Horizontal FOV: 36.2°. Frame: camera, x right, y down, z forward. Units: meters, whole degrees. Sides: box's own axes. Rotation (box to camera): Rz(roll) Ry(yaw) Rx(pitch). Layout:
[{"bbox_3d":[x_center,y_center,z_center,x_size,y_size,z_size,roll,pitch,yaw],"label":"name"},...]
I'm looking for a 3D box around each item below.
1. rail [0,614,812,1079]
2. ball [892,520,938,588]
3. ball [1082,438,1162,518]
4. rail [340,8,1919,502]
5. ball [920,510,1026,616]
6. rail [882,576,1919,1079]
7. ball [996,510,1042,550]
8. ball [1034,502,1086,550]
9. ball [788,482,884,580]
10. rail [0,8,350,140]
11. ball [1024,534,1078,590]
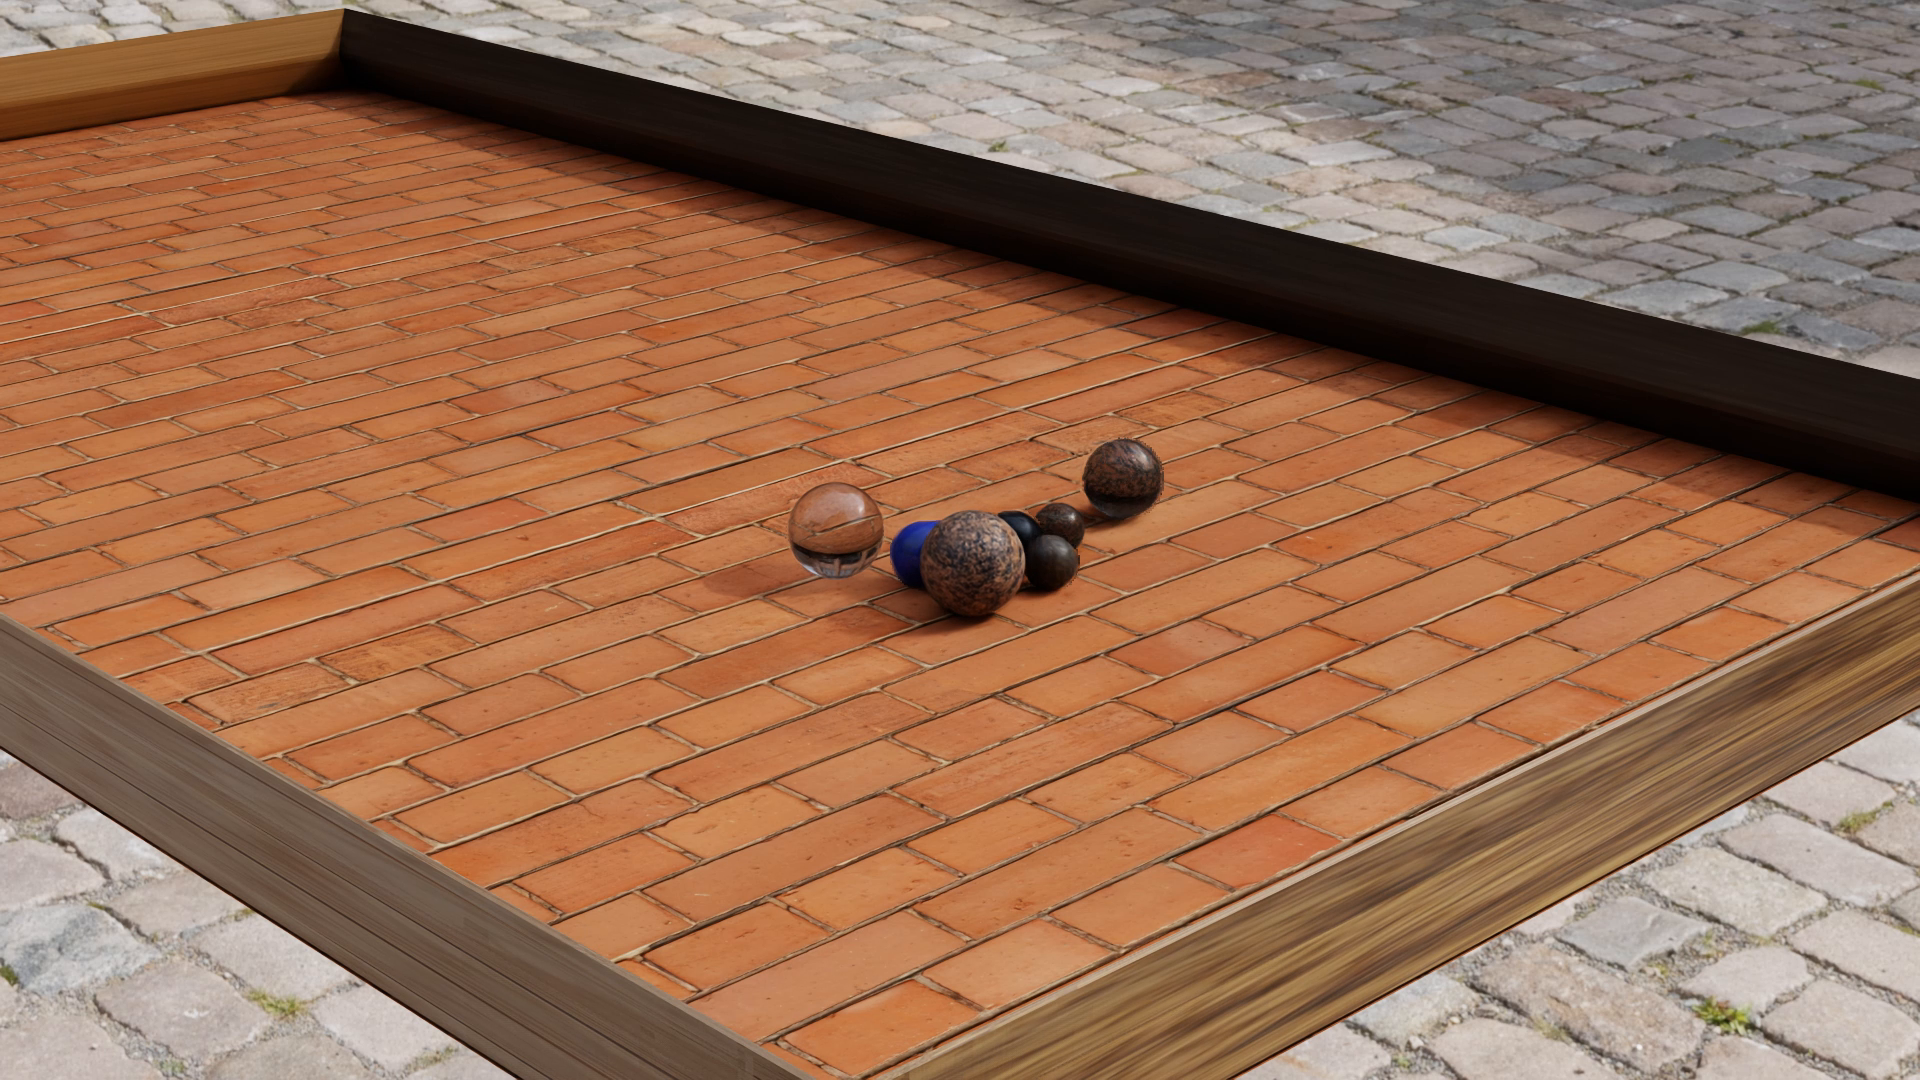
[{"bbox_3d":[-1.115,-0.028,2.715,0.045,0.124,3.092,-18,27,-40],"label":"rail"},{"bbox_3d":[-0.031,0.013,2.696,0.063,0.063,0.063,0,20,0],"label":"ball"},{"bbox_3d":[0.159,-0.060,2.870,0.078,0.078,0.078,0,20,0],"label":"ball"},{"bbox_3d":[0.048,-0.414,3.755,0.045,0.124,3.092,-18,27,-40],"label":"rail"},{"bbox_3d":[0.011,0.020,2.629,0.095,0.095,0.095,0,20,0],"label":"ball"},{"bbox_3d":[0.517,0.163,2.203,1.655,0.124,0.045,-18,27,-40],"label":"rail"},{"bbox_3d":[0.049,0.000,2.740,0.056,0.056,0.056,0,20,0],"label":"ball"},{"bbox_3d":[0.093,-0.010,2.776,0.050,0.050,0.050,0,20,0],"label":"ball"},{"bbox_3d":[-0.114,-0.009,2.715,0.090,0.090,0.090,0,20,0],"label":"ball"},{"bbox_3d":[-1.585,-0.604,4.267,1.655,0.124,0.045,-18,27,-40],"label":"rail"},{"bbox_3d":[0.082,0.020,2.694,0.051,0.051,0.051,0,20,0],"label":"ball"}]
